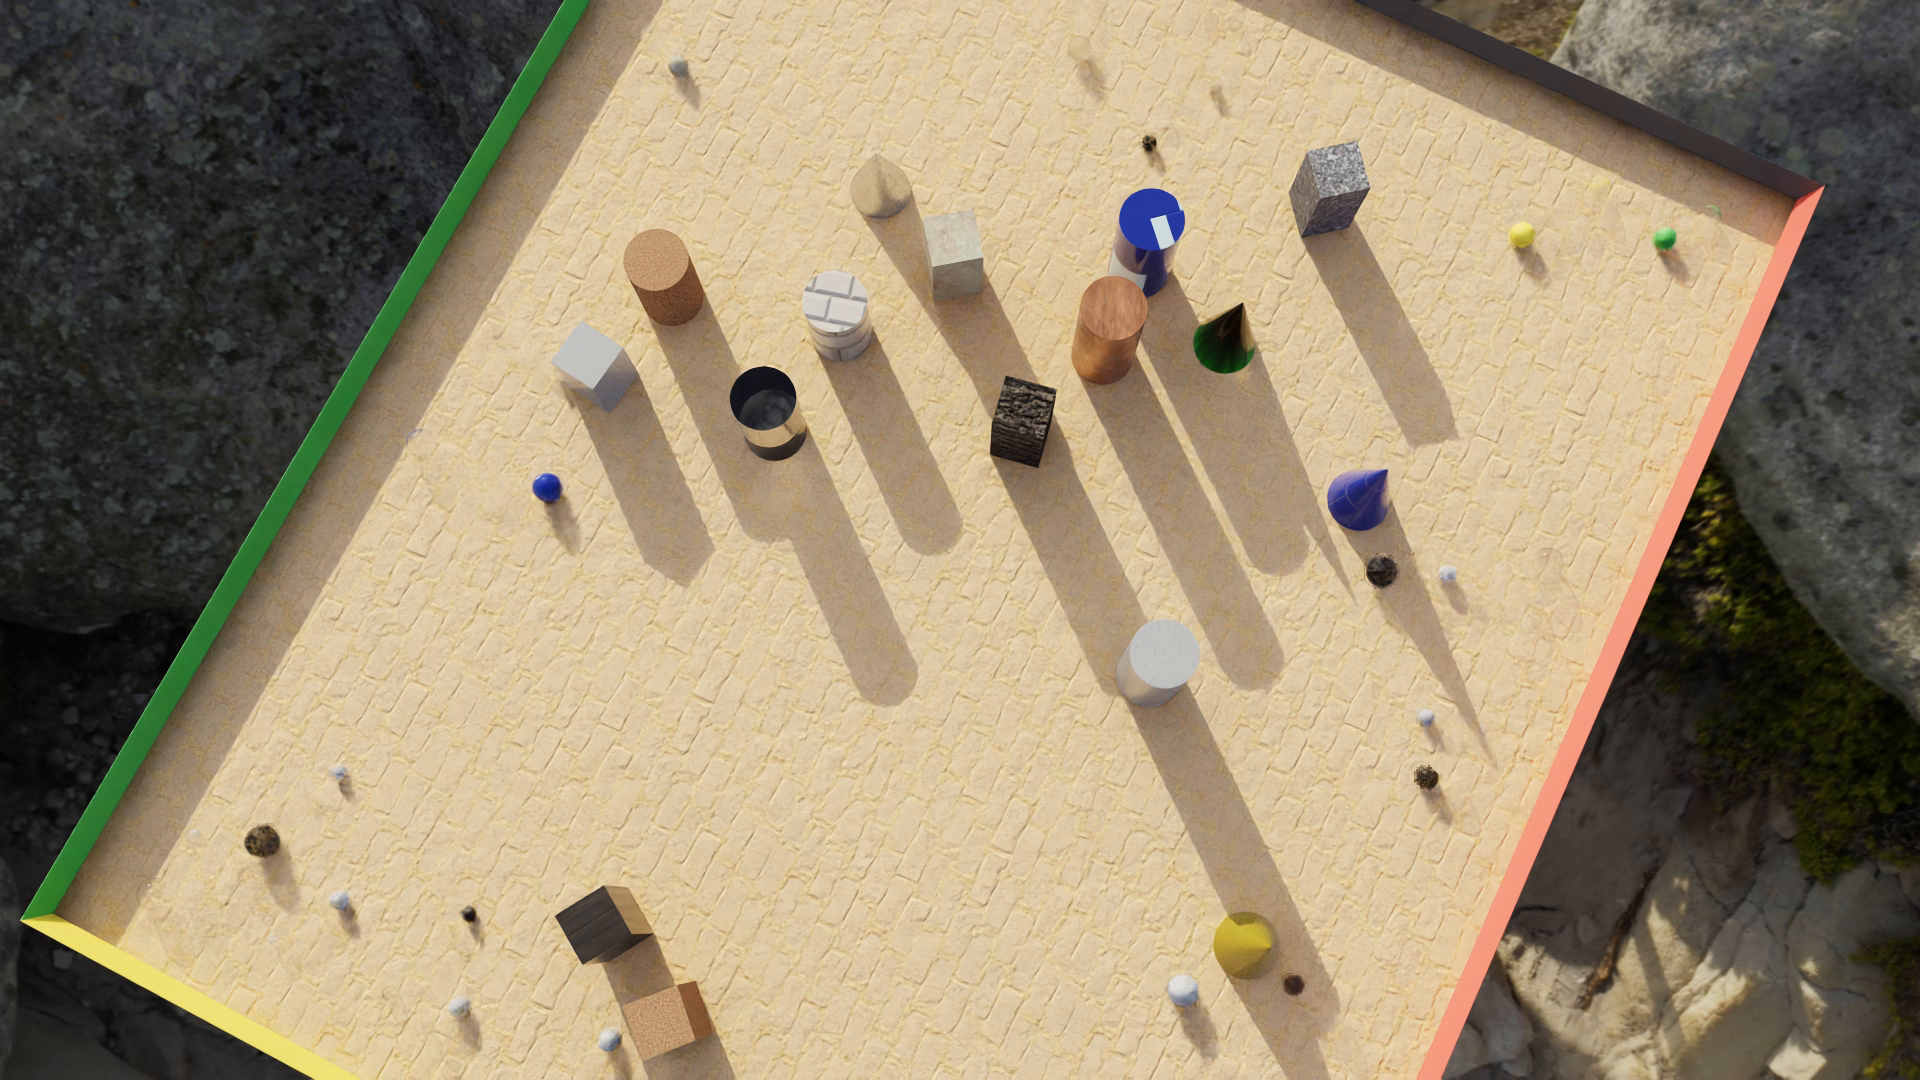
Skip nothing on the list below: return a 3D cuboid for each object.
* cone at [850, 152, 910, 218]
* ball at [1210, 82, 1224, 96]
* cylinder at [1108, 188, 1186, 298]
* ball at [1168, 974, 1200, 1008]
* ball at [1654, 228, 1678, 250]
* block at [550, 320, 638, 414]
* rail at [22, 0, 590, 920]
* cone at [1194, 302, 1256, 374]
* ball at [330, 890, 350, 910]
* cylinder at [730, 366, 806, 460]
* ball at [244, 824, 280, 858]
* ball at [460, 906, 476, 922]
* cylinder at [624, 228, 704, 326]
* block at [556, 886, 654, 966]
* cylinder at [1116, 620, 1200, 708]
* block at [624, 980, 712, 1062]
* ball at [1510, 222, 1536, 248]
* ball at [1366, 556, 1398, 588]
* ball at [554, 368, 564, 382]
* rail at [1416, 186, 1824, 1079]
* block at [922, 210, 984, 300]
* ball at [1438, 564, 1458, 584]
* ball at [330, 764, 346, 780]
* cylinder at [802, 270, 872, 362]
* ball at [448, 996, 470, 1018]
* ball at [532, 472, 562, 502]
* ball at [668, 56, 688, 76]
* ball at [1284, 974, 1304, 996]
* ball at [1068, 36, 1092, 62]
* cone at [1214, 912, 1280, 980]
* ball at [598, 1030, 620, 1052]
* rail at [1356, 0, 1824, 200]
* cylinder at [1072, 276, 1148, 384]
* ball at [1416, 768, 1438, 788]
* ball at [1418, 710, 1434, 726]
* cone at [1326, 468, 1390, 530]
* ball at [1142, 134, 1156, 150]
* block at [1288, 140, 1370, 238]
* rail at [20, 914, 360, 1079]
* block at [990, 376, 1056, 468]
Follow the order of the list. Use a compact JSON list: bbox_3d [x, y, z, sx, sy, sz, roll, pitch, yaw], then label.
[{"bbox_3d":[-0.254,-1.146,5.703,0.195,0.295,0.195,0,78,0],"label":"cone"},{"bbox_3d":[0.824,-1.450,5.895,0.043,0.043,0.043,0,78,0],"label":"ball"},{"bbox_3d":[0.565,-0.899,5.588,0.195,0.420,0.195,0,78,0],"label":"cylinder"},{"bbox_3d":[0.645,1.304,5.299,0.092,0.092,0.092,0,78,0],"label":"ball"},{"bbox_3d":[2.225,-0.951,5.778,0.069,0.069,0.069,0,78,0],"label":"ball"},{"bbox_3d":[-1.112,-0.526,5.591,0.156,0.263,0.156,33,80,6],"label":"block"},{"bbox_3d":[-1.689,-0.820,5.721,0.045,0.127,4.422,26,80,5],"label":"rail"},{"bbox_3d":[0.828,-0.655,5.548,0.195,0.401,0.195,0,78,0],"label":"cone"},{"bbox_3d":[-1.819,1.055,5.370,0.055,0.055,0.055,0,78,0],"label":"ball"},{"bbox_3d":[-0.573,-0.376,5.511,0.195,0.360,0.195,0,78,0],"label":"cylinder"},{"bbox_3d":[-2.050,0.885,5.384,0.097,0.097,0.097,0,78,0],"label":"ball"},{"bbox_3d":[-1.439,1.094,5.367,0.044,0.044,0.044,0,78,0],"label":"ball"},{"bbox_3d":[-0.905,-0.801,5.614,0.195,0.330,0.195,0,78,0],"label":"cylinder"},{"bbox_3d":[-1.004,1.092,5.199,0.156,0.375,0.156,-31,80,-6],"label":"block"},{"bbox_3d":[0.568,0.362,5.309,0.195,0.455,0.195,0,78,0],"label":"cylinder"},{"bbox_3d":[-0.818,1.348,5.154,0.156,0.359,0.156,-20,79,-4],"label":"block"},{"bbox_3d":[1.773,-0.962,5.776,0.078,0.078,0.078,0,78,0],"label":"ball"},{"bbox_3d":[1.277,0.096,5.548,0.094,0.094,0.094,0,78,0],"label":"ball"},{"bbox_3d":[-1.231,-0.522,5.691,0.061,0.061,0.061,0,78,0],"label":"ball"},{"bbox_3d":[1.689,0.834,5.378,0.045,0.127,4.422,26,80,5],"label":"rail"},{"bbox_3d":[-0.021,-0.874,5.639,0.156,0.310,0.156,-11,79,-2],"label":"block"},{"bbox_3d":[1.481,0.103,5.566,0.058,0.058,0.058,0,78,0],"label":"ball"},{"bbox_3d":[-1.848,0.690,5.451,0.044,0.044,0.044,0,78,0],"label":"ball"},{"bbox_3d":[-0.373,-0.683,5.608,0.195,0.293,0.195,0,78,0],"label":"cylinder"},{"bbox_3d":[-1.451,1.353,5.306,0.060,0.060,0.060,0,78,0],"label":"ball"},{"bbox_3d":[-1.262,-0.161,5.603,0.091,0.091,0.091,0,78,0],"label":"ball"},{"bbox_3d":[-0.907,-1.527,5.900,0.064,0.064,0.064,0,78,0],"label":"ball"},{"bbox_3d":[0.969,1.292,5.319,0.060,0.060,0.060,0,78,0],"label":"ball"},{"bbox_3d":[0.387,-1.582,5.903,0.080,0.080,0.080,0,78,0],"label":"ball"},{"bbox_3d":[0.840,1.145,5.160,0.195,0.429,0.195,0,78,0],"label":"cone"},{"bbox_3d":[-1.013,1.444,5.285,0.063,0.063,0.063,0,78,0],"label":"ball"},{"bbox_3d":[0.978,-1.909,5.946,3.824,0.127,0.045,26,80,5],"label":"rail"},{"bbox_3d":[0.445,-0.625,5.515,0.195,0.452,0.195,0,78,0],"label":"cylinder"},{"bbox_3d":[1.387,0.706,5.438,0.064,0.064,0.064,0,78,0],"label":"ball"},{"bbox_3d":[1.394,0.530,5.482,0.048,0.048,0.048,0,78,0],"label":"ball"},{"bbox_3d":[1.227,-0.164,5.446,0.195,0.399,0.195,0,78,0],"label":"cone"},{"bbox_3d":[0.604,-1.270,5.853,0.051,0.051,0.051,0,78,0],"label":"ball"},{"bbox_3d":[1.140,-1.082,5.674,0.156,0.327,0.156,-12,79,-2],"label":"block"},{"bbox_3d":[-0.978,1.923,5.153,3.824,0.127,0.045,26,80,5],"label":"rail"},{"bbox_3d":[0.188,-0.352,5.511,0.156,0.349,0.156,15,79,3],"label":"block"}]
